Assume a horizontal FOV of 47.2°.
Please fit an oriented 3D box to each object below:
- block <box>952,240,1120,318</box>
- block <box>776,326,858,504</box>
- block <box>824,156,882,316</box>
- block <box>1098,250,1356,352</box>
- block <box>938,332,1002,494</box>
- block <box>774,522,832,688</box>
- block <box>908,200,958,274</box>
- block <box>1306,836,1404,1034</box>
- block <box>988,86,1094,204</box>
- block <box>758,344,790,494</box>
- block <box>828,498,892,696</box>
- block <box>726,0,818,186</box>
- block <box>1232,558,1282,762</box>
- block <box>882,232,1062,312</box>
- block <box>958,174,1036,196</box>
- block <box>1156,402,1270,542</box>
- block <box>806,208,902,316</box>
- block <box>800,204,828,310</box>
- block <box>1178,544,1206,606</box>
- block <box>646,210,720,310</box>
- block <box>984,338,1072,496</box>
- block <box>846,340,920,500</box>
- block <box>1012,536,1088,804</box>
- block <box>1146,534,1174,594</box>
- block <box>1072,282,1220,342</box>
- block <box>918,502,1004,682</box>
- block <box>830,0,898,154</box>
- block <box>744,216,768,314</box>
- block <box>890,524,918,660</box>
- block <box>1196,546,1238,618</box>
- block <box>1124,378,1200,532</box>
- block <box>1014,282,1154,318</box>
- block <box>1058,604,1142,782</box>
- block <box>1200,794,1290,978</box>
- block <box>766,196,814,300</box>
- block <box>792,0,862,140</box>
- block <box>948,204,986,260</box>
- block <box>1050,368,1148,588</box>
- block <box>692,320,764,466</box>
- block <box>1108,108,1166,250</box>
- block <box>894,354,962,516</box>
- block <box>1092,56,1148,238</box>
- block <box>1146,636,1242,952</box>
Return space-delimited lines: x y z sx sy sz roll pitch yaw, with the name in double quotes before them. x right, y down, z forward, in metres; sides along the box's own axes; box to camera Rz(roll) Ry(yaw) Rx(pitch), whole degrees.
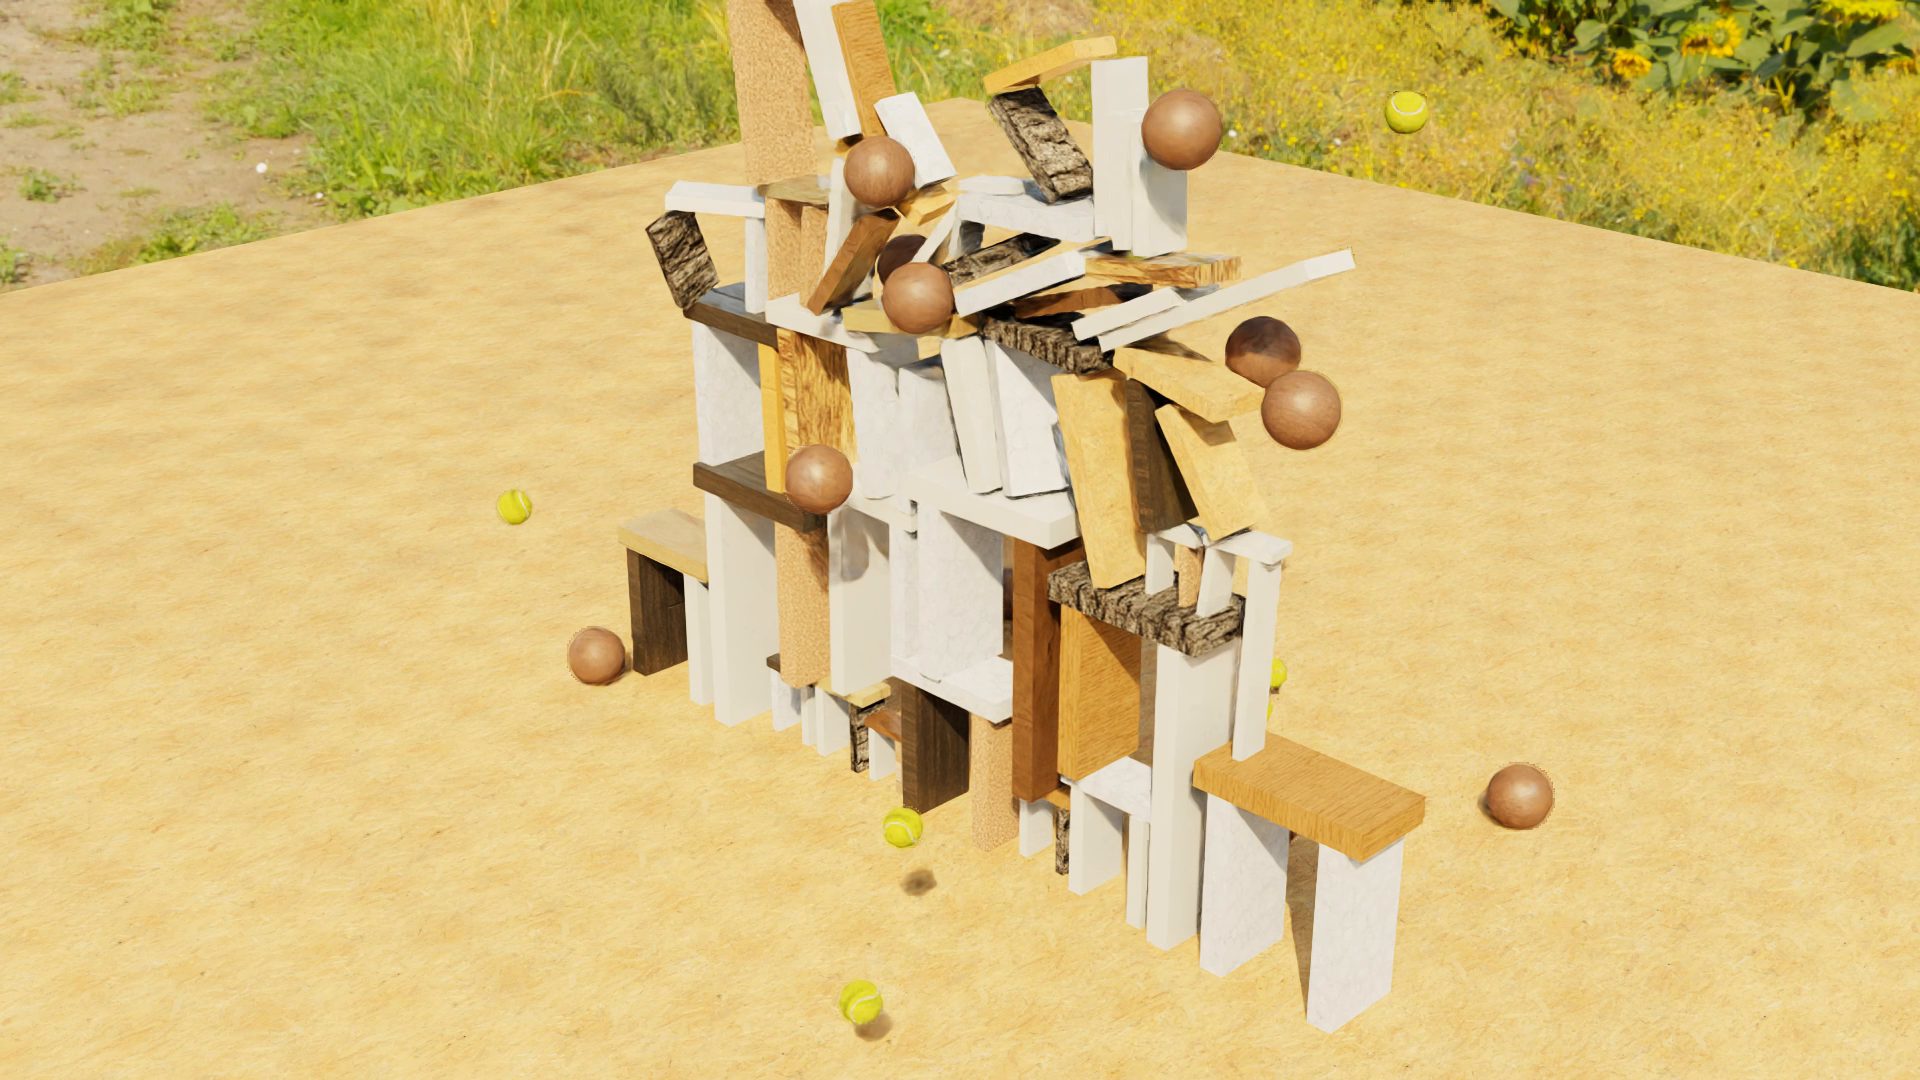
"block" 0.142 -0.462 3.875 0.151 0.043 0.302 -21 5 -39
"block" -0.281 -0.262 4.402 0.148 0.358 0.042 -19 25 -38
"block" -0.205 -0.587 4.203 0.031 0.307 0.109 28 34 34
"block" 0.428 -0.389 3.610 0.112 0.032 0.492 -18 2 -38
"block" 0.054 -0.247 4.053 0.146 0.292 0.041 -22 15 -41
"block" -0.292 0.113 4.569 0.180 0.359 0.051 -20 30 -39
"block" -0.019 -0.569 4.066 0.025 0.176 0.088 48 37 9
"block" 0.679 0.651 3.770 0.050 0.356 0.178 21 31 41
"block" 0.147 -0.685 3.812 0.107 0.030 0.214 -20 73 -40
"block" -0.330 -0.265 4.473 0.044 0.309 0.154 18 29 39
"block" -0.203 0.100 4.505 0.139 0.433 0.039 -21 31 -40
"block" -0.364 -0.900 4.235 0.042 0.407 0.148 14 26 43
"block" 0.508 0.199 3.760 0.019 0.382 0.068 23 32 38
"block" 0.021 -0.499 4.020 0.302 0.043 0.151 -17 9 31
"block" 0.065 -0.632 3.912 0.127 0.018 0.063 13 25 41
"block" 0.426 -0.127 3.711 0.120 0.239 0.034 -20 -4 -40
"block" -0.197 -0.515 4.077 0.031 0.218 0.109 43 36 11
"block" -0.259 -0.553 4.260 0.100 0.200 0.028 -16 35 -32
"block" 0.404 0.054 3.815 0.016 0.113 0.057 18 29 41
"block" -0.558 -0.574 4.434 0.029 0.203 0.101 26 59 36
"block" 0.136 -0.233 4.026 0.144 0.288 0.041 -10 8 -22
"block" -0.136 -0.242 4.274 0.148 0.295 0.042 -21 23 -40
"block" 0.179 0.221 4.138 0.051 0.534 0.180 20 30 40
"block" 0.352 0.035 3.861 0.016 0.113 0.057 21 31 40
"block" 0.315 -0.393 3.733 0.120 0.034 0.240 -18 2 -39
"block" 0.002 0.076 4.254 0.180 0.359 0.051 -21 31 -40
"block" -0.166 -0.858 4.060 0.025 0.273 0.088 -5 13 45
"block" -0.382 -0.563 4.407 0.101 0.203 0.029 -21 34 -40
"block" -0.074 0.083 4.343 0.139 0.277 0.039 -21 31 -40
"block" 0.442 0.060 3.769 0.019 0.136 0.068 28 35 36
"block" 0.350 -0.157 3.784 0.120 0.265 0.034 -20 19 -39
"block" 0.215 -0.422 3.850 0.120 0.034 0.240 -13 7 -35
"block" 0.259 0.255 4.051 0.049 0.344 0.172 21 31 40
"block" 0.511 0.586 3.925 0.178 0.356 0.050 -21 31 -40
"block" -0.335 -0.565 4.357 0.028 0.247 0.100 21 31 40
"block" -0.213 -0.900 4.064 0.042 0.297 0.149 -5 14 45
"block" 0.017 -0.575 3.994 0.063 0.127 0.018 -24 53 -33
"block" 0.262 -0.119 3.884 0.144 0.383 0.041 -21 14 -40
"block" -0.480 -0.324 4.613 0.154 0.309 0.044 -21 30 -40
"block" 0.301 -0.606 3.694 0.112 0.223 0.032 -18 23 -42
"block" -0.054 -0.205 4.192 0.041 0.292 0.146 25 33 38
"block" 0.271 -0.661 3.694 0.107 0.289 0.030 -17 22 -42
"block" 0.421 0.441 3.948 0.172 0.605 0.049 -20 30 -38
